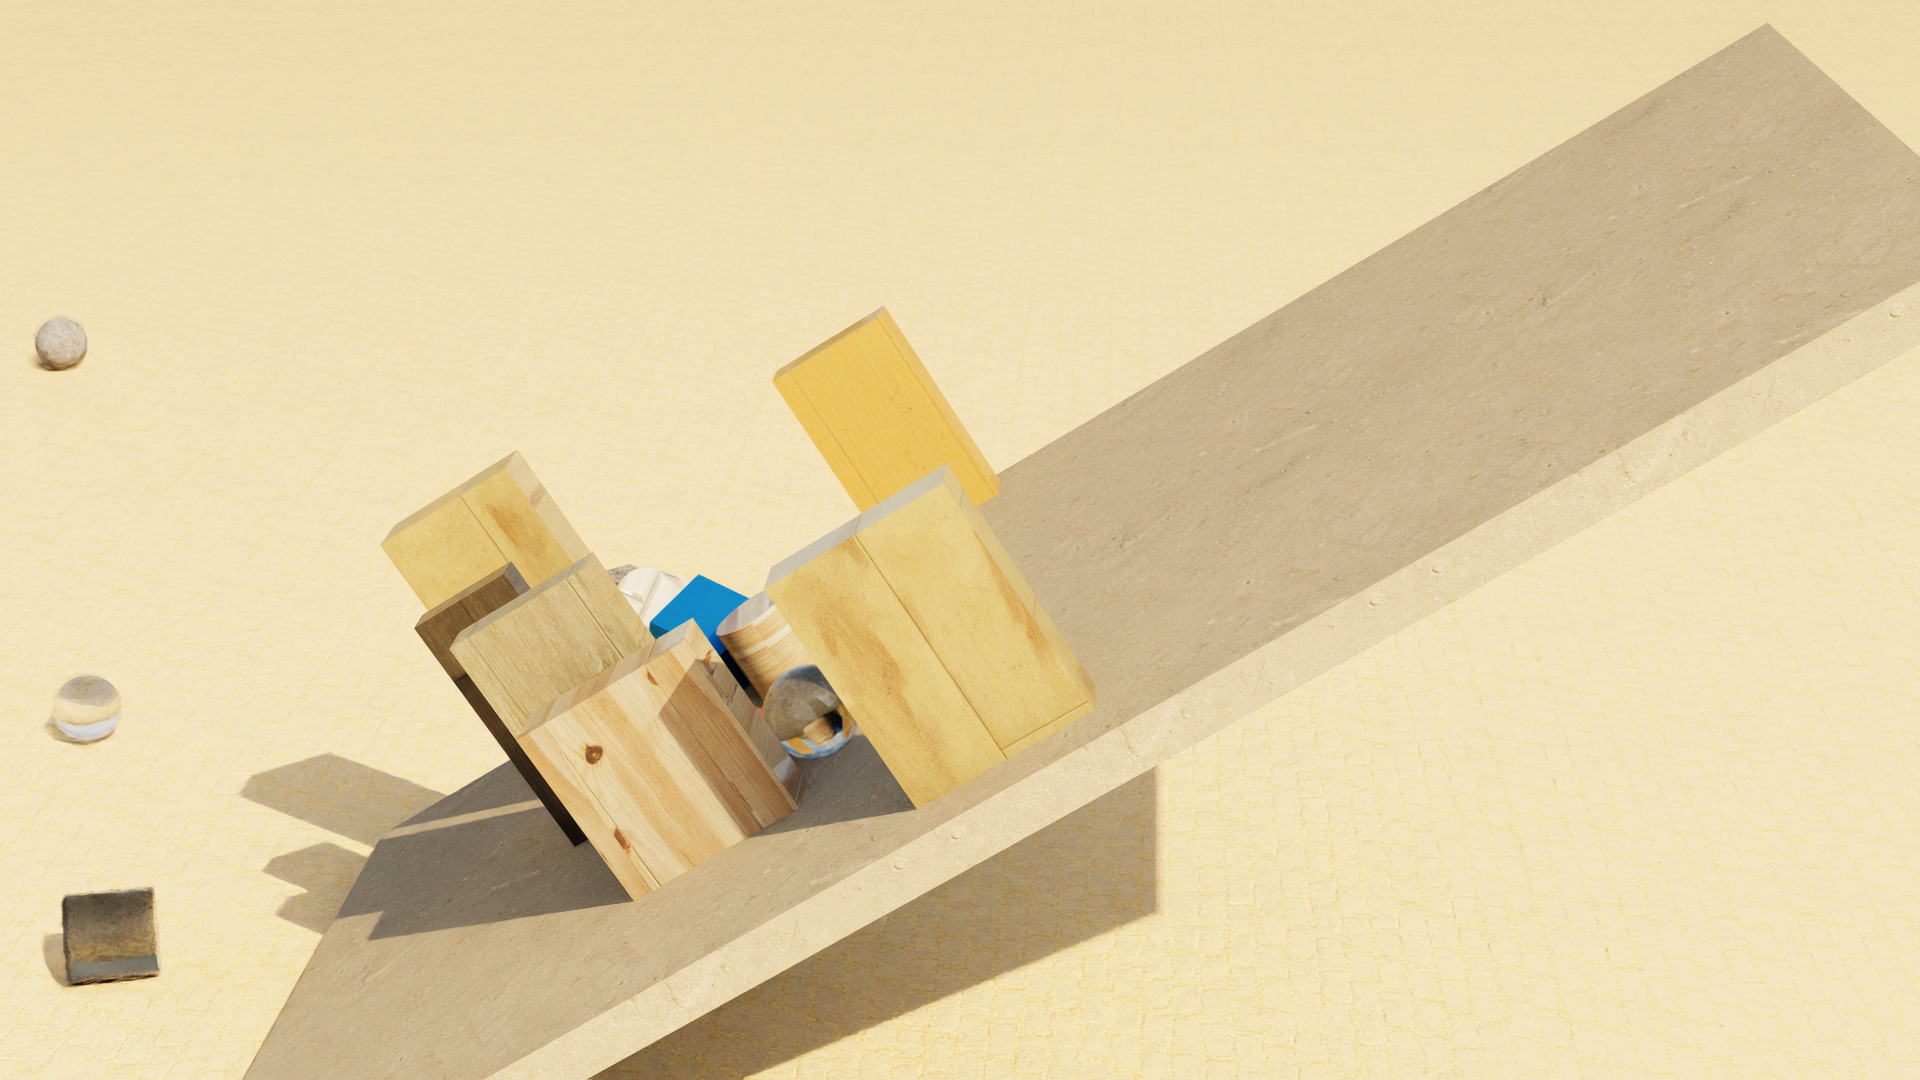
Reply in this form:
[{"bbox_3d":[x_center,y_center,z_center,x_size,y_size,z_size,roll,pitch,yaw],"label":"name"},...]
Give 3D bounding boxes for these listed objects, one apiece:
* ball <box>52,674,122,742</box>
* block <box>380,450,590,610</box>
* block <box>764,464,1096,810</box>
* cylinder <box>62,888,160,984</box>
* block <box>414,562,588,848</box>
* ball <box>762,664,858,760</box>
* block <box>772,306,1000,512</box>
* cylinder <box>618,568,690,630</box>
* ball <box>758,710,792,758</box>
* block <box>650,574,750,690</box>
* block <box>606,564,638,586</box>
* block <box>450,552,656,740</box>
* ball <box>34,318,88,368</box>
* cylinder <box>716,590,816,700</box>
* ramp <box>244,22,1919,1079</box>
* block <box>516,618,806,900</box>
[{"bbox_3d":[-2.502,0.482,8.437,0.191,0.191,0.191,0,20,0],"label":"ball"},{"bbox_3d":[-0.991,0.197,6.943,0.361,0.739,0.140,-30,15,13],"label":"block"},{"bbox_3d":[-0.052,0.182,5.452,0.390,0.518,0.114,-30,15,13],"label":"block"},{"bbox_3d":[-2.048,0.955,7.104,0.210,0.210,0.210,-5,20,-13],"label":"cylinder"},{"bbox_3d":[-0.922,0.366,6.509,0.243,0.615,0.081,-30,15,13],"label":"block"},{"bbox_3d":[-0.308,0.354,6.070,0.200,0.200,0.200,0,20,0],"label":"ball"},{"bbox_3d":[-0.175,-0.260,7.091,0.311,0.520,0.096,-30,15,13],"label":"block"},{"bbox_3d":[-0.712,0.151,6.938,0.156,0.156,0.156,8,-5,20],"label":"cylinder"},{"bbox_3d":[-0.419,0.429,6.178,0.144,0.144,0.144,0,20,0],"label":"ball"},{"bbox_3d":[-0.585,0.243,6.850,0.195,0.195,0.195,24,46,21],"label":"block"},{"bbox_3d":[-1.069,0.167,9.404,0.127,0.127,0.127,-17,26,-38],"label":"block"},{"bbox_3d":[-0.748,0.366,6.174,0.346,0.601,0.094,-30,15,13],"label":"block"},{"bbox_3d":[-3.652,-0.799,11.955,0.207,0.207,0.207,0,20,0],"label":"ball"},{"bbox_3d":[-0.418,0.236,6.676,0.197,0.197,0.197,-31,15,9],"label":"cylinder"},{"bbox_3d":[0.140,0.170,6.292,4.000,0.100,2.000,-30,15,13],"label":"ramp"},{"bbox_3d":[-0.603,0.447,5.971,0.407,0.418,0.136,-30,15,13],"label":"block"}]
